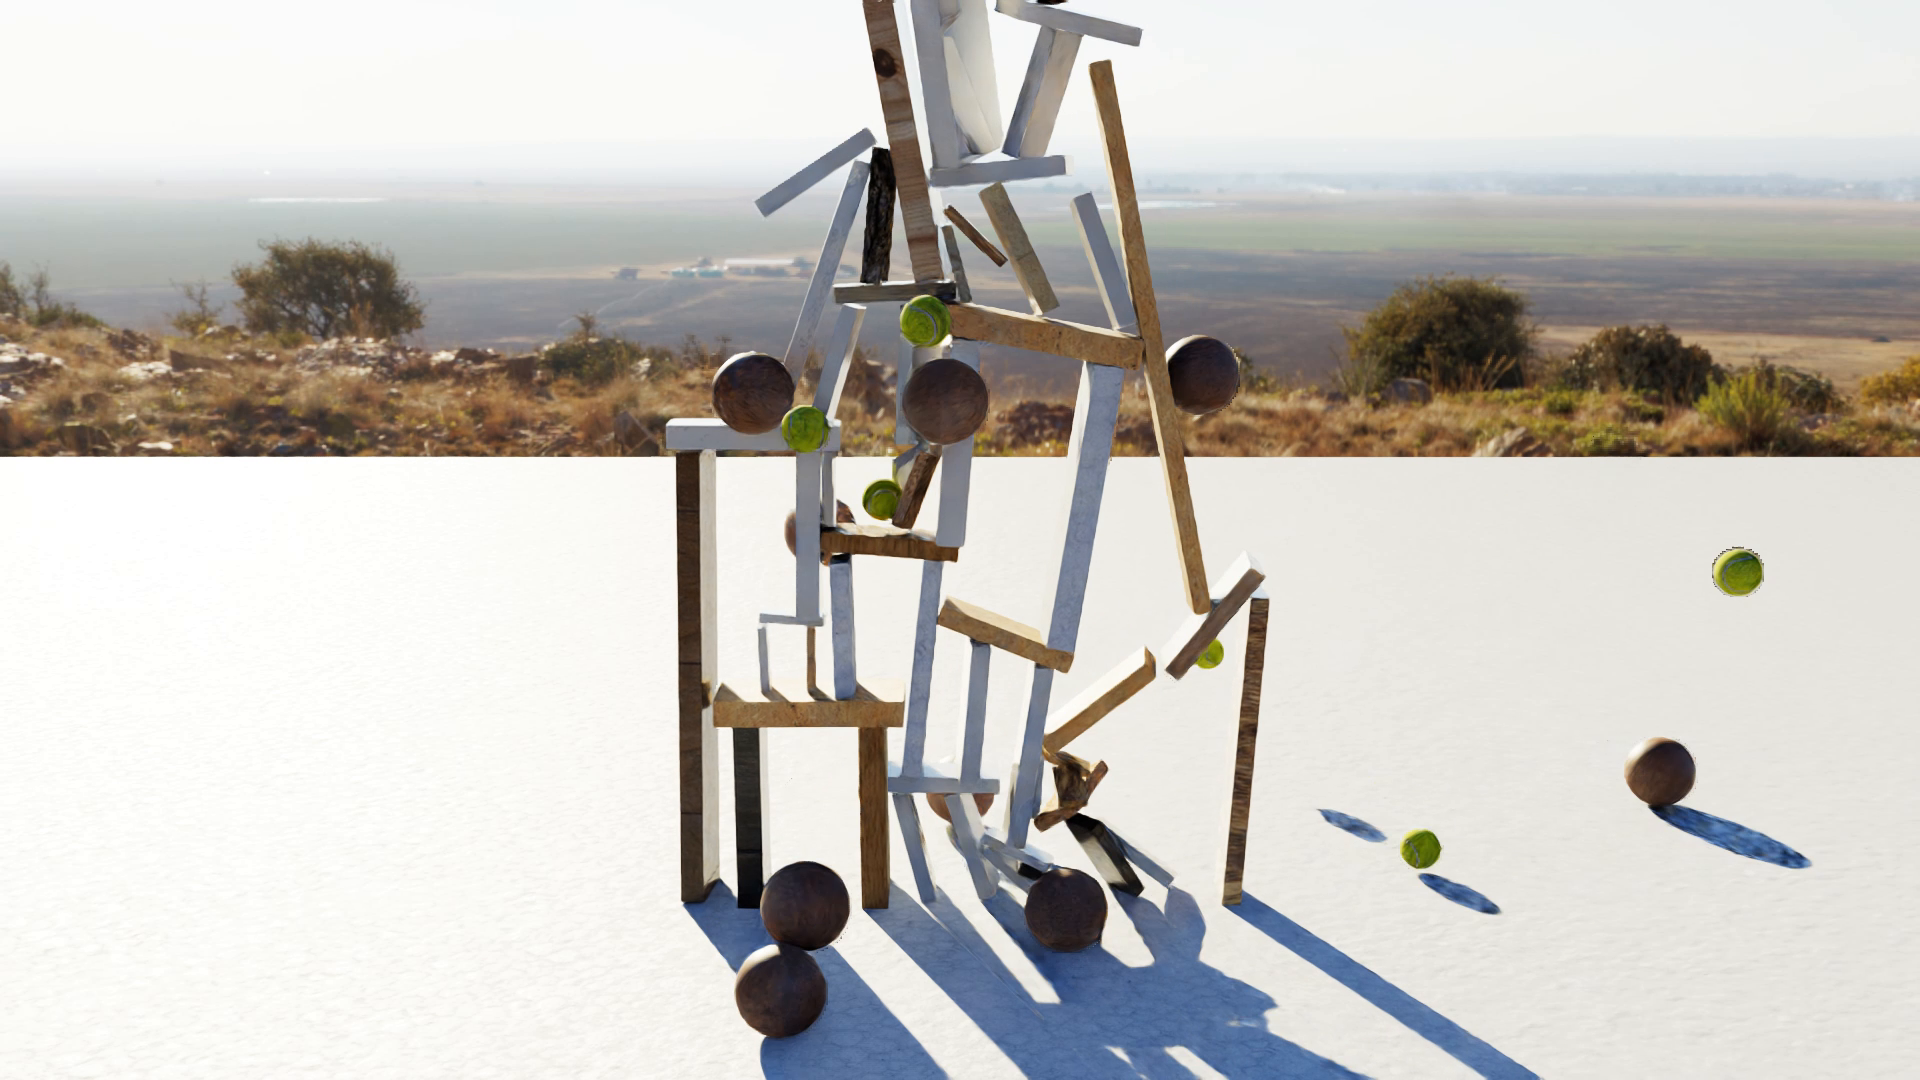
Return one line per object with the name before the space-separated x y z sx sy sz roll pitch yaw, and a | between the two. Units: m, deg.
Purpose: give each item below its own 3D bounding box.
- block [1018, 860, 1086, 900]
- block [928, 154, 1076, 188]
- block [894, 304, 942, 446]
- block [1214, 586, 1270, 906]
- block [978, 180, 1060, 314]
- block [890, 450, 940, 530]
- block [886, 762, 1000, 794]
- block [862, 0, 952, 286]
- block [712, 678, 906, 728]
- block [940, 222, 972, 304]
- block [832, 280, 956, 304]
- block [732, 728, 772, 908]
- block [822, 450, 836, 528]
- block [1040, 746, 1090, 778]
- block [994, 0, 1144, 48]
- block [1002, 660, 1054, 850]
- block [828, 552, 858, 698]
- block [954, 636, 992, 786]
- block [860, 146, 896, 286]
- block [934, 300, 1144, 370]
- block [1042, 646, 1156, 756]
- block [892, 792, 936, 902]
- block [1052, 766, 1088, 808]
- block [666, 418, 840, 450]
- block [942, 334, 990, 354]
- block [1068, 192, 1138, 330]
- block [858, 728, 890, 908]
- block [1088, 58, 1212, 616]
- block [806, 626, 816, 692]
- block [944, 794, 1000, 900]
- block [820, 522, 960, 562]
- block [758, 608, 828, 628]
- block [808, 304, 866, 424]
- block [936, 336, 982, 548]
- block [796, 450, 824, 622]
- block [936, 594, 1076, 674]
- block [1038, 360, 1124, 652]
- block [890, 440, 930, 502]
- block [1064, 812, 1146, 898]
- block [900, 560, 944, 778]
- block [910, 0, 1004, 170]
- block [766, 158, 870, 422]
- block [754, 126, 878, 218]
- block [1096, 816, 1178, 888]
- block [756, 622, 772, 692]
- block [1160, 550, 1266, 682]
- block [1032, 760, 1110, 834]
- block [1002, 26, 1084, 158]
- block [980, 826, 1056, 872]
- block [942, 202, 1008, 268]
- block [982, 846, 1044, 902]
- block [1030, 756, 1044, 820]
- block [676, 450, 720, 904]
block | 0.153 0.557 3.655 0.118 0.017 0.059 23 16 -4
block | 0.068 -0.586 3.497 0.217 0.031 0.108 -4 8 11
block | -0.067 -0.270 3.614 0.027 0.228 0.096 4 4 29
block | 0.463 0.336 3.621 0.031 0.515 0.110 4 10 -1
block | 0.093 -0.464 3.504 0.031 0.217 0.108 -26 7 -1
block | -0.073 -0.080 3.567 0.018 0.128 0.064 22 4 16
block | -0.028 0.393 3.640 0.185 0.026 0.093 1 10 0
block | -0.091 -0.692 3.483 0.047 0.556 0.167 -9 14 7
block | -0.244 0.267 3.612 0.306 0.043 0.153 0 11 0
block | -0.006 -0.441 3.493 0.018 0.126 0.063 -15 12 3
block | -0.108 -0.400 3.542 0.192 0.027 0.096 -3 9 -6
block | -0.344 0.439 3.645 0.043 0.306 0.153 -1 11 0
block | -0.213 -0.087 3.570 0.018 0.128 0.064 0 9 1
block | 0.172 0.366 3.671 0.095 0.013 0.047 23 13 -4
block | 0.170 -0.813 3.435 0.210 0.030 0.105 8 17 -21
block | 0.112 0.346 3.624 0.032 0.304 0.113 8 10 -3
block | -0.190 0.137 3.587 0.031 0.221 0.111 -2 11 0
block | 0.021 0.274 3.587 0.032 0.227 0.113 4 10 -5
block | -0.127 -0.518 3.512 0.030 0.213 0.107 6 10 5
block | 0.123 -0.330 3.512 0.328 0.046 0.164 11 9 -2
block | 0.231 0.267 3.665 0.221 0.031 0.110 -38 7 11
block | -0.076 0.498 3.657 0.026 0.185 0.093 -15 10 2
block | 0.179 0.404 3.603 0.047 0.013 0.095 -2 31 -4
block | -0.331 -0.170 3.547 0.274 0.039 0.137 0 7 -3
block | 0.023 -0.359 3.851 0.126 0.018 0.063 -4 38 53
block | 0.228 -0.443 3.512 0.031 0.217 0.108 -20 3 0
block | -0.142 0.439 3.644 0.043 0.306 0.153 -1 11 0
block | 0.304 -0.319 3.510 0.030 0.887 0.105 -11 10 1
block | -0.244 0.191 3.603 0.015 0.106 0.053 0 7 -4
block | 0.021 0.497 3.664 0.026 0.185 0.093 -17 8 11
block | -0.113 0.003 3.575 0.221 0.031 0.111 5 9 -2
block | -0.273 0.127 3.600 0.106 0.015 0.053 4 7 2
block | -0.198 -0.286 3.553 0.027 0.192 0.096 17 8 3
block | -0.003 -0.164 3.535 0.046 0.328 0.164 4 9 -1
block | -0.244 -0.014 3.571 0.039 0.275 0.137 0 7 -1
block | 0.076 0.154 3.594 0.227 0.032 0.113 21 8 0
block | 0.194 -0.061 3.553 0.046 0.459 0.164 9 9 -4
block | -0.083 -0.112 3.641 0.064 0.018 0.128 -33 -19 -18
block | 0.239 0.520 3.646 0.023 0.164 0.082 -44 30 -19
block | -0.061 0.201 3.604 0.031 0.359 0.111 6 9 0
block | -0.007 -0.766 3.448 0.047 0.335 0.167 2 22 27
block | -0.228 -0.401 3.543 0.030 0.432 0.107 19 5 -7
block | -0.230 -0.583 3.491 0.213 0.030 0.107 -34 9 0
block | 0.290 0.522 3.685 0.164 0.023 0.082 36 2 10
block | -0.320 0.192 3.601 0.015 0.106 0.053 -3 8 -1
block | 0.412 0.123 3.593 0.031 0.220 0.110 37 12 -7
block | 0.187 0.427 3.672 0.082 0.023 0.164 -33 5 30
block | 0.131 -0.711 3.496 0.030 0.210 0.105 25 19 21
block | 0.096 0.512 3.642 0.118 0.017 0.059 24 9 11
block | 0.023 -0.485 3.495 0.126 0.018 0.063 43 7 -10
block | 0.089 0.547 3.657 0.118 0.017 0.059 41 13 -1
block | 0.126 0.407 3.626 0.013 0.095 0.047 8 -34 -3
block | -0.431 0.218 3.624 0.039 0.745 0.137 1 10 5
